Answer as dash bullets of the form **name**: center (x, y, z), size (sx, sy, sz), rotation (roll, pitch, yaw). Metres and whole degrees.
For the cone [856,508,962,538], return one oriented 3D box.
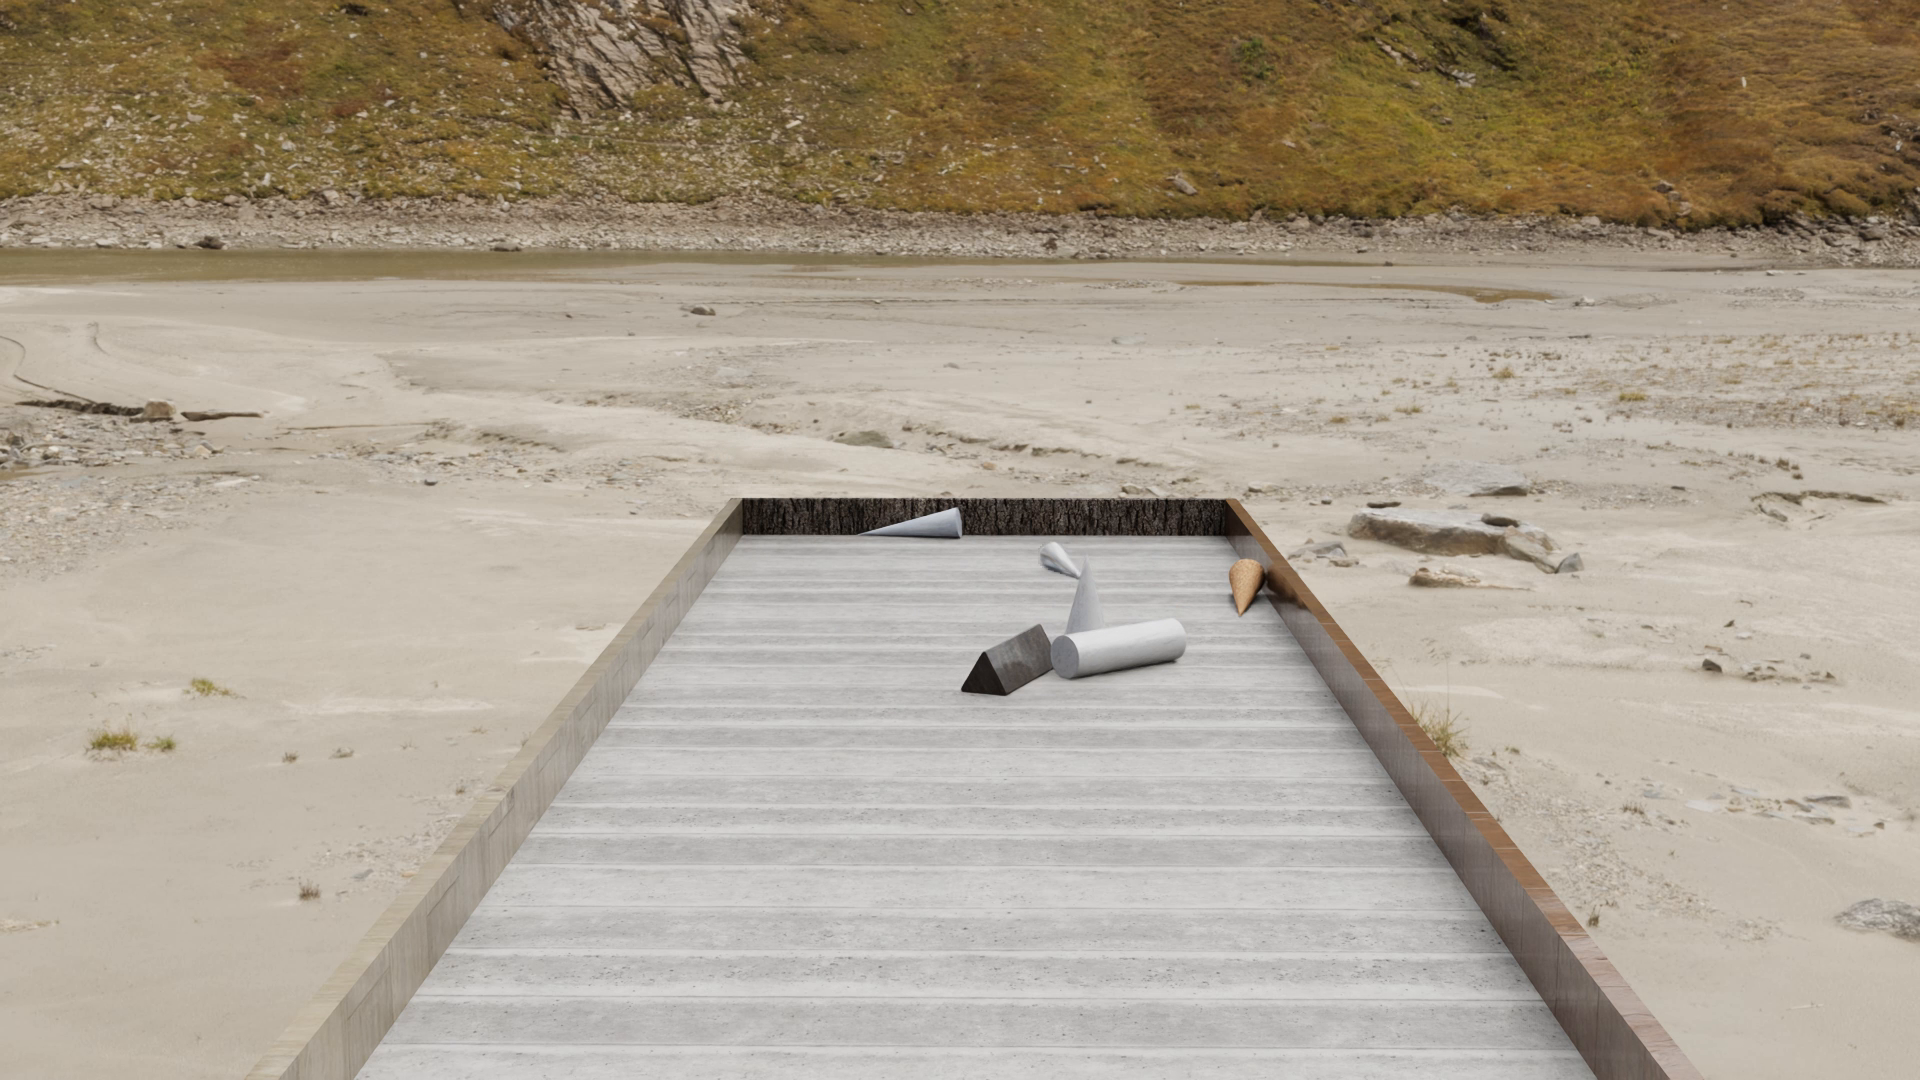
- **cone**: center (-0.220, -0.047, 9.102), size (0.440, 0.126, 0.126), rotation (-7, 8, 10)

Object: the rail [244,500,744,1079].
- **rail**: center (-1.004, 0.839, 3.234), size (0.050, 0.150, 12.000), rotation (0, 9, 1)

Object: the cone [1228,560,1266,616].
- **cone**: center (0.977, 0.195, 7.575), size (0.130, 0.130, 0.449), rotation (2, 17, 10)

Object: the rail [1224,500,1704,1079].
- **rail**: center (1.046, 0.843, 3.208), size (0.050, 0.150, 12.000), rotation (0, 9, 1)

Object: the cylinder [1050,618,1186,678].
- **cylinder**: center (0.476, 0.322, 6.567), size (0.430, 0.129, 0.129), rotation (-7, 11, -38)

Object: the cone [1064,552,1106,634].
- **cone**: center (0.384, 0.201, 6.680), size (0.175, 0.332, 0.175), rotation (0, 9, 0)

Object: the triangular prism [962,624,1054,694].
- **triangular prism**: center (0.153, 0.343, 6.441), size (0.138, 0.119, 0.443), rotation (4, 10, 22)

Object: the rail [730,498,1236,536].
- **rail**: center (0.099, -0.098, 9.147), size (2.100, 0.150, 0.050), rotation (0, 9, 1)

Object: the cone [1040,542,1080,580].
- **cone**: center (0.404, 0.105, 8.188), size (0.100, 0.100, 0.322), rotation (-3, 18, -20)
